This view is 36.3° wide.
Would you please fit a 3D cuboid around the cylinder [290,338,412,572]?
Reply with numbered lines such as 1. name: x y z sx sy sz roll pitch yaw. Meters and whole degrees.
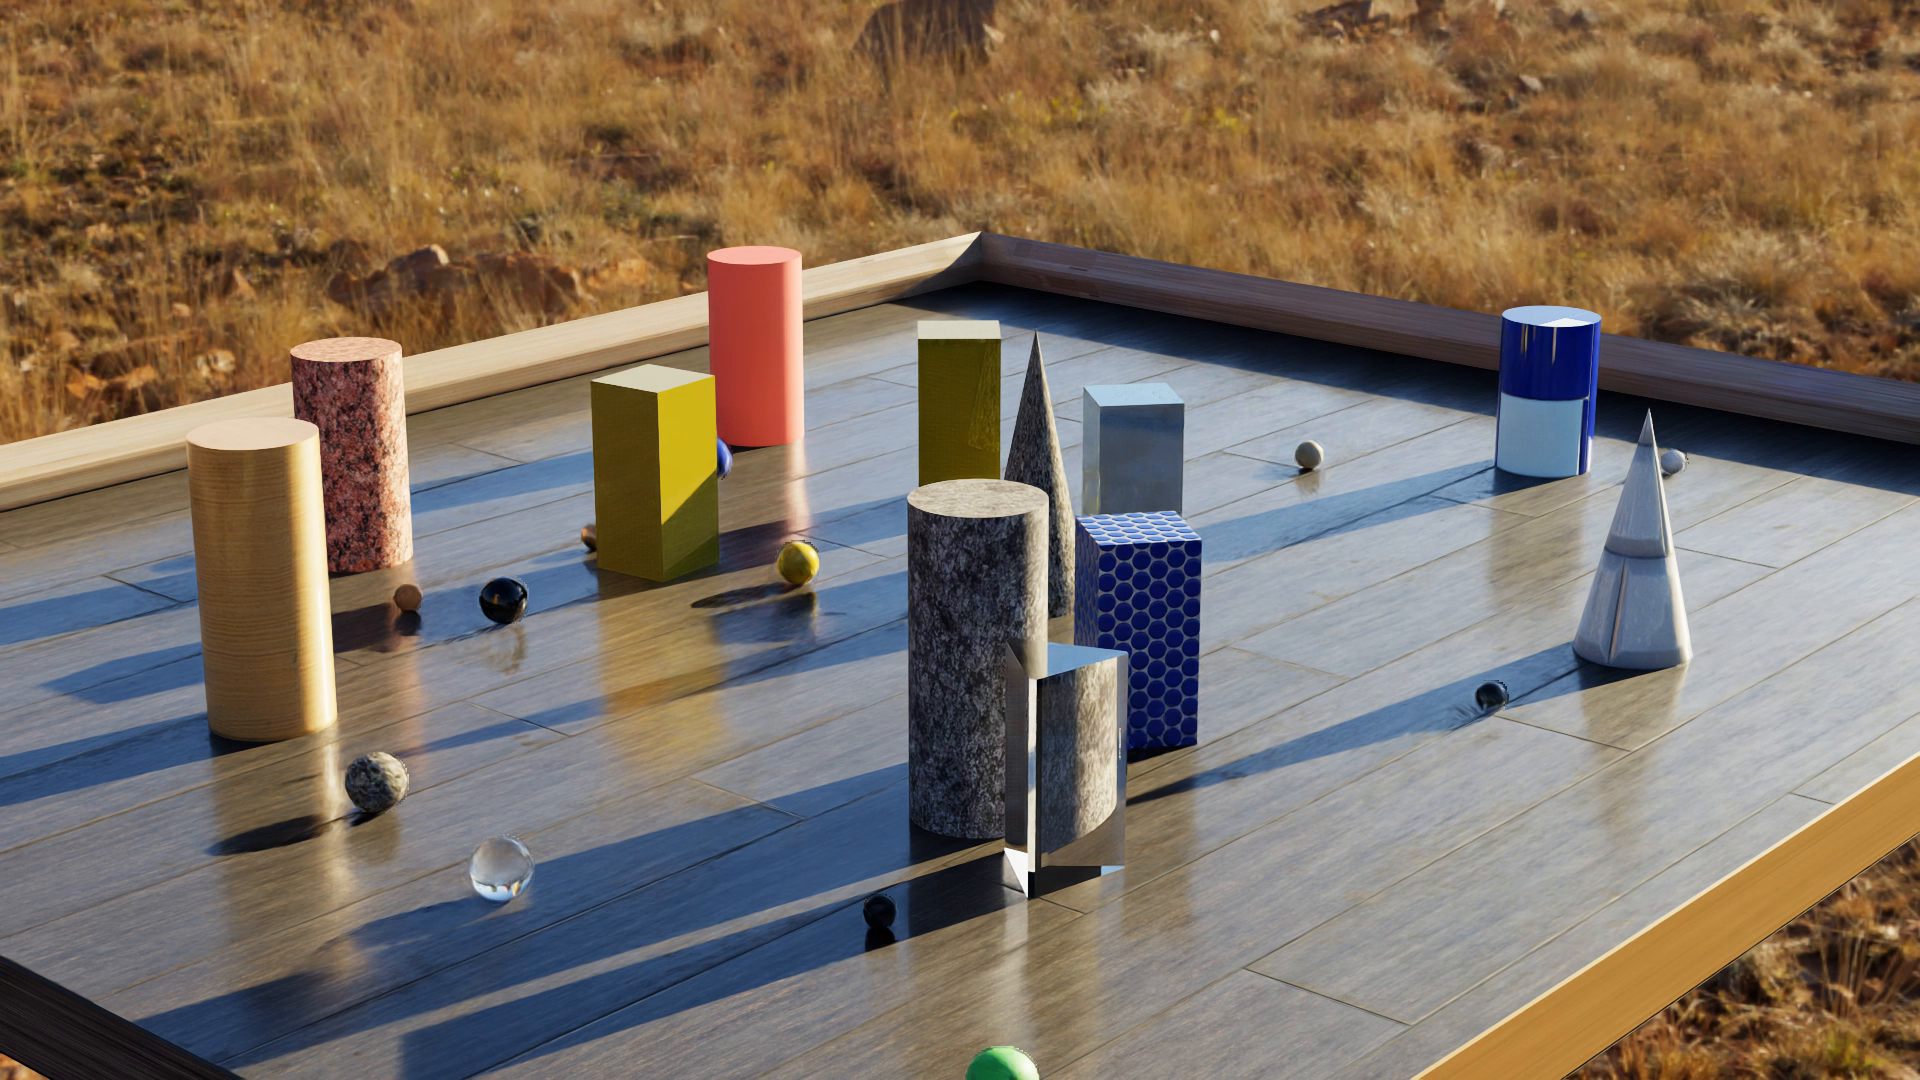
1. cylinder: -1.097 -0.156 5.294 0.195 0.387 0.195 0 17 0

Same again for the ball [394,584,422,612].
1. ball: -0.949 0.099 5.039 0.047 0.047 0.047 0 17 0

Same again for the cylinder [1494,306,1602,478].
1. cylinder: 1.183 -0.300 5.906 0.195 0.309 0.195 0 17 0

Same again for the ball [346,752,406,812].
1. ball: -0.829 0.343 4.161 0.086 0.086 0.086 0 17 0

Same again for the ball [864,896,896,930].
1. ball: -0.103 0.481 3.781 0.042 0.042 0.042 0 17 0

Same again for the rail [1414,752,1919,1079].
1. rail: 1.287 0.354 4.050 0.045 0.127 4.146 14 22 39

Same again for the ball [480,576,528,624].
1. ball: -0.773 0.102 4.969 0.081 0.081 0.081 0 17 0

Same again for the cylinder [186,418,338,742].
1. cylinder: -1.061 0.059 4.463 0.195 0.457 0.195 0 17 0

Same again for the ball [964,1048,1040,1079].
1. ball: 0.047 0.611 3.275 0.086 0.086 0.086 0 17 0

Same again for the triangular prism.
1. triangular prism: 0.112 0.295 3.938 0.169 0.307 0.146 -13 21 -38

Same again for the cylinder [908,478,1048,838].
1. cylinder: 0.025 0.164 4.099 0.195 0.464 0.195 0 17 0

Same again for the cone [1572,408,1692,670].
1. cone: 1.111 -0.016 4.784 0.195 0.414 0.195 0 17 0

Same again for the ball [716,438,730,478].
1. ball: -0.502 -0.162 5.825 0.093 0.093 0.093 0 17 0

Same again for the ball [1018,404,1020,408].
1. ball: 0.146 -0.286 6.324 0.041 0.041 0.041 0 17 0

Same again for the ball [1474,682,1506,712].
1. ball: 0.825 0.244 4.555 0.048 0.048 0.048 0 17 0

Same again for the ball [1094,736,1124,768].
1. ball: 0.220 0.313 4.328 0.047 0.047 0.047 0 17 0

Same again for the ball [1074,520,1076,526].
1. ball: 0.204 0.003 5.306 0.077 0.077 0.077 0 17 0

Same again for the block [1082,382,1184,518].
1. block: 0.317 -0.133 5.404 0.156 0.280 0.156 -3 17 -8

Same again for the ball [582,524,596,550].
1. ball: -0.671 -0.007 5.388 0.048 0.048 0.048 0 17 0

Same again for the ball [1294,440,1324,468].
1. ball: 0.705 -0.172 5.919 0.058 0.058 0.058 0 17 0

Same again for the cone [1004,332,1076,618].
1. cone: 0.129 -0.127 5.027 0.195 0.485 0.195 0 17 0

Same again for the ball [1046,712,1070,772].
1. ball: 0.114 0.296 4.303 0.094 0.094 0.094 0 17 0

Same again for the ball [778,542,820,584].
1. ball: -0.286 0.041 5.182 0.074 0.074 0.074 0 17 0

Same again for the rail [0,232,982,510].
1. rail: -1.287 -0.291 6.190 0.045 0.127 4.146 14 22 39

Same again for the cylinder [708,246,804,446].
1. cylinder: -0.426 -0.406 6.129 0.195 0.384 0.195 0 17 0

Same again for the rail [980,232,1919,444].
1. rail: 1.344 -0.415 6.602 3.457 0.127 0.045 14 22 39

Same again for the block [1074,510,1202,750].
1. block: 0.266 0.136 4.437 0.156 0.323 0.156 -3 17 -10

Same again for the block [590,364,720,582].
1. block: -0.545 -0.122 5.252 0.156 0.346 0.156 11 20 33

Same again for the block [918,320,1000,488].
1. block: -0.002 -0.237 5.640 0.156 0.343 0.156 0 17 -1

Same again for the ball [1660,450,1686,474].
1. ball: 1.431 -0.157 5.882 0.050 0.050 0.050 0 17 0

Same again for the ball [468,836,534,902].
1. ball: -0.604 0.434 3.862 0.085 0.085 0.085 0 17 0

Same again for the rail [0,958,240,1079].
1. rail: -1.344 0.479 3.639 3.457 0.127 0.045 14 22 39
